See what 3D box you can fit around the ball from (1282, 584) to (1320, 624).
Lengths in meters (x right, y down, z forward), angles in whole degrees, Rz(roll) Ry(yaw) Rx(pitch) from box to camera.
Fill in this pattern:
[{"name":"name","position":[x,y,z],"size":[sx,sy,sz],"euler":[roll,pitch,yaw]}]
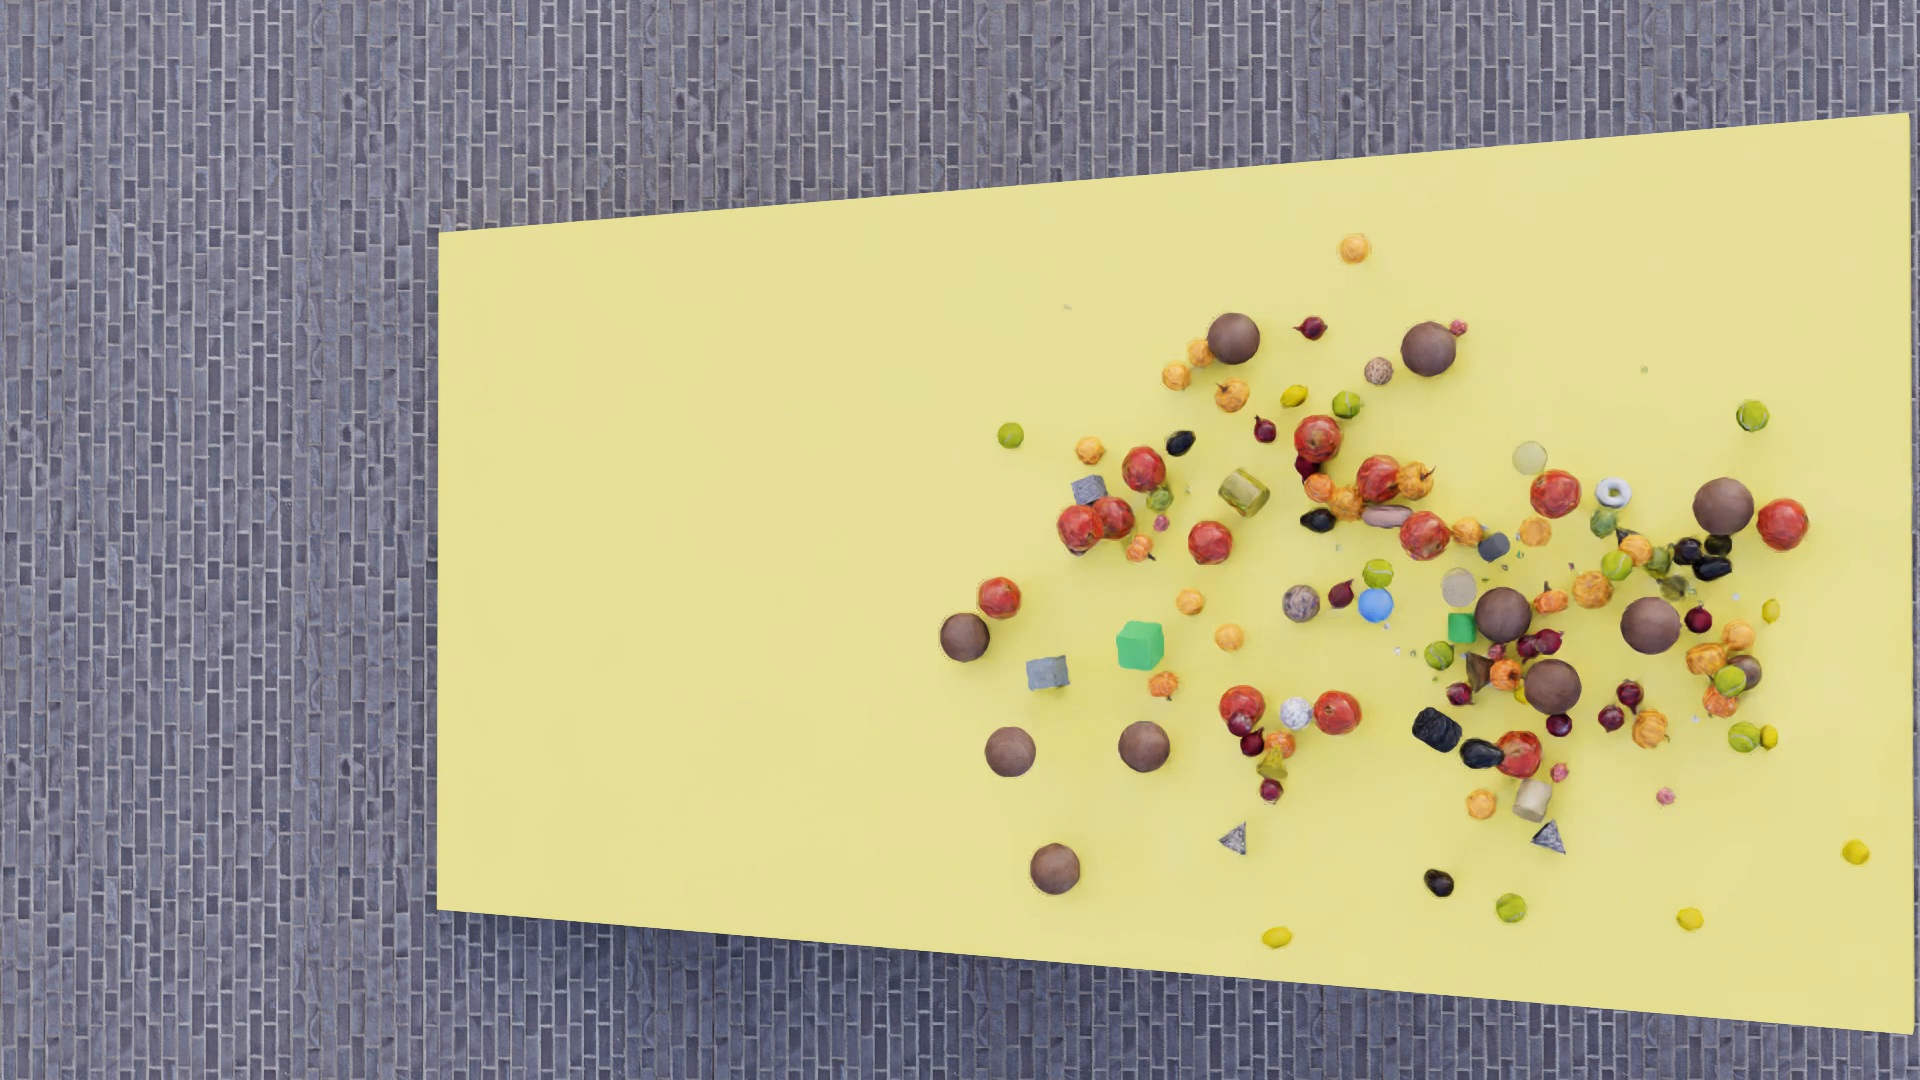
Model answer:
[{"name":"ball","position":[0.824,0.154,5.313],"size":[0.094,0.094,0.094],"euler":[0,89,0]}]

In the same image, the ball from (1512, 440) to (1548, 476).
[{"name":"ball","position":[1.318,-0.189,5.087],"size":[0.082,0.082,0.082],"euler":[0,89,0]}]

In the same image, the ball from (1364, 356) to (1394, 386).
[{"name":"ball","position":[0.999,-0.403,5.248],"size":[0.069,0.069,0.069],"euler":[0,89,0]}]

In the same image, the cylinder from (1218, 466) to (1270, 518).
[{"name":"cylinder","position":[0.693,-0.115,5.362],"size":[0.091,0.091,0.091],"euler":[42,89,24]}]

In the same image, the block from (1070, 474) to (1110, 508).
[{"name":"block","position":[0.329,-0.124,5.570],"size":[0.064,0.064,0.064],"euler":[-21,81,24]}]

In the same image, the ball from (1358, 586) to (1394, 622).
[{"name":"ball","position":[0.989,0.154,5.238],"size":[0.085,0.085,0.085],"euler":[0,89,0]}]

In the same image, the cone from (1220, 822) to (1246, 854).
[{"name":"cone","position":[0.683,0.717,5.368],"size":[0.075,0.075,0.075],"euler":[27,96,0]}]

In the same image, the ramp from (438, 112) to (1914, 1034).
[{"name":"ramp","position":[0.281,0.081,5.682],"size":[4.000,0.100,2.000],"euler":[0,89,26]}]

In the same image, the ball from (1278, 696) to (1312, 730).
[{"name":"ball","position":[0.813,0.420,5.322],"size":[0.082,0.082,0.082],"euler":[0,89,0]}]

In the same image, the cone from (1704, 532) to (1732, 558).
[{"name":"cone","position":[1.692,0.010,4.916],"size":[0.060,0.060,0.060],"euler":[0,89,26]}]

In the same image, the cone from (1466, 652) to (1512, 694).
[{"name":"cone","position":[1.244,0.303,5.137],"size":[0.098,0.098,0.098],"euler":[-8,89,-1]}]

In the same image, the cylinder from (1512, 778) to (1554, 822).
[{"name":"cylinder","position":[1.319,0.600,5.066],"size":[0.074,0.074,0.074],"euler":[27,69,0]}]

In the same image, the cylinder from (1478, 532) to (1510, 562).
[{"name":"cylinder","position":[1.245,0.016,5.124],"size":[0.053,0.053,0.053],"euler":[19,54,-28]}]

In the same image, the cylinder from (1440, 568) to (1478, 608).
[{"name":"cylinder","position":[1.149,0.110,5.066],"size":[0.080,0.080,0.080],"euler":[2,100,11]}]

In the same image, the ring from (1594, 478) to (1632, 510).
[{"name":"ring","position":[1.491,-0.107,5.020],"size":[0.081,0.027,0.081],"euler":[-7,61,13]}]

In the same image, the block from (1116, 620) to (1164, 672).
[{"name":"block","position":[0.449,0.263,5.461],"size":[0.087,0.087,0.087],"euler":[6,119,28]}]

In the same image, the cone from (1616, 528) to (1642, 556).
[{"name":"cone","position":[1.513,0.010,5.007],"size":[0.061,0.061,0.061],"euler":[15,105,0]}]

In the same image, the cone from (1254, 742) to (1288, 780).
[{"name":"cone","position":[0.748,0.515,5.226],"size":[0.080,0.080,0.080],"euler":[16,65,0]}]

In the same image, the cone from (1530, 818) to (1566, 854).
[{"name":"cone","position":[1.368,0.696,5.059],"size":[0.079,0.079,0.079],"euler":[-45,78,0]}]

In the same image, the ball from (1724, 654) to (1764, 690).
[{"name":"ball","position":[1.739,0.293,4.880],"size":[0.080,0.080,0.080],"euler":[0,89,0]}]

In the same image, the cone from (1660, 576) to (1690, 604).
[{"name":"cone","position":[1.616,0.118,4.937],"size":[0.065,0.065,0.065],"euler":[0,101,-1]}]

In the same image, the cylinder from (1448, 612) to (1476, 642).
[{"name":"cylinder","position":[1.178,0.205,5.157],"size":[0.065,0.065,0.065],"euler":[-1,91,0]}]

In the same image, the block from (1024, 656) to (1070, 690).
[{"name":"block","position":[0.223,0.339,5.605],"size":[0.076,0.076,0.076],"euler":[-11,85,32]}]
